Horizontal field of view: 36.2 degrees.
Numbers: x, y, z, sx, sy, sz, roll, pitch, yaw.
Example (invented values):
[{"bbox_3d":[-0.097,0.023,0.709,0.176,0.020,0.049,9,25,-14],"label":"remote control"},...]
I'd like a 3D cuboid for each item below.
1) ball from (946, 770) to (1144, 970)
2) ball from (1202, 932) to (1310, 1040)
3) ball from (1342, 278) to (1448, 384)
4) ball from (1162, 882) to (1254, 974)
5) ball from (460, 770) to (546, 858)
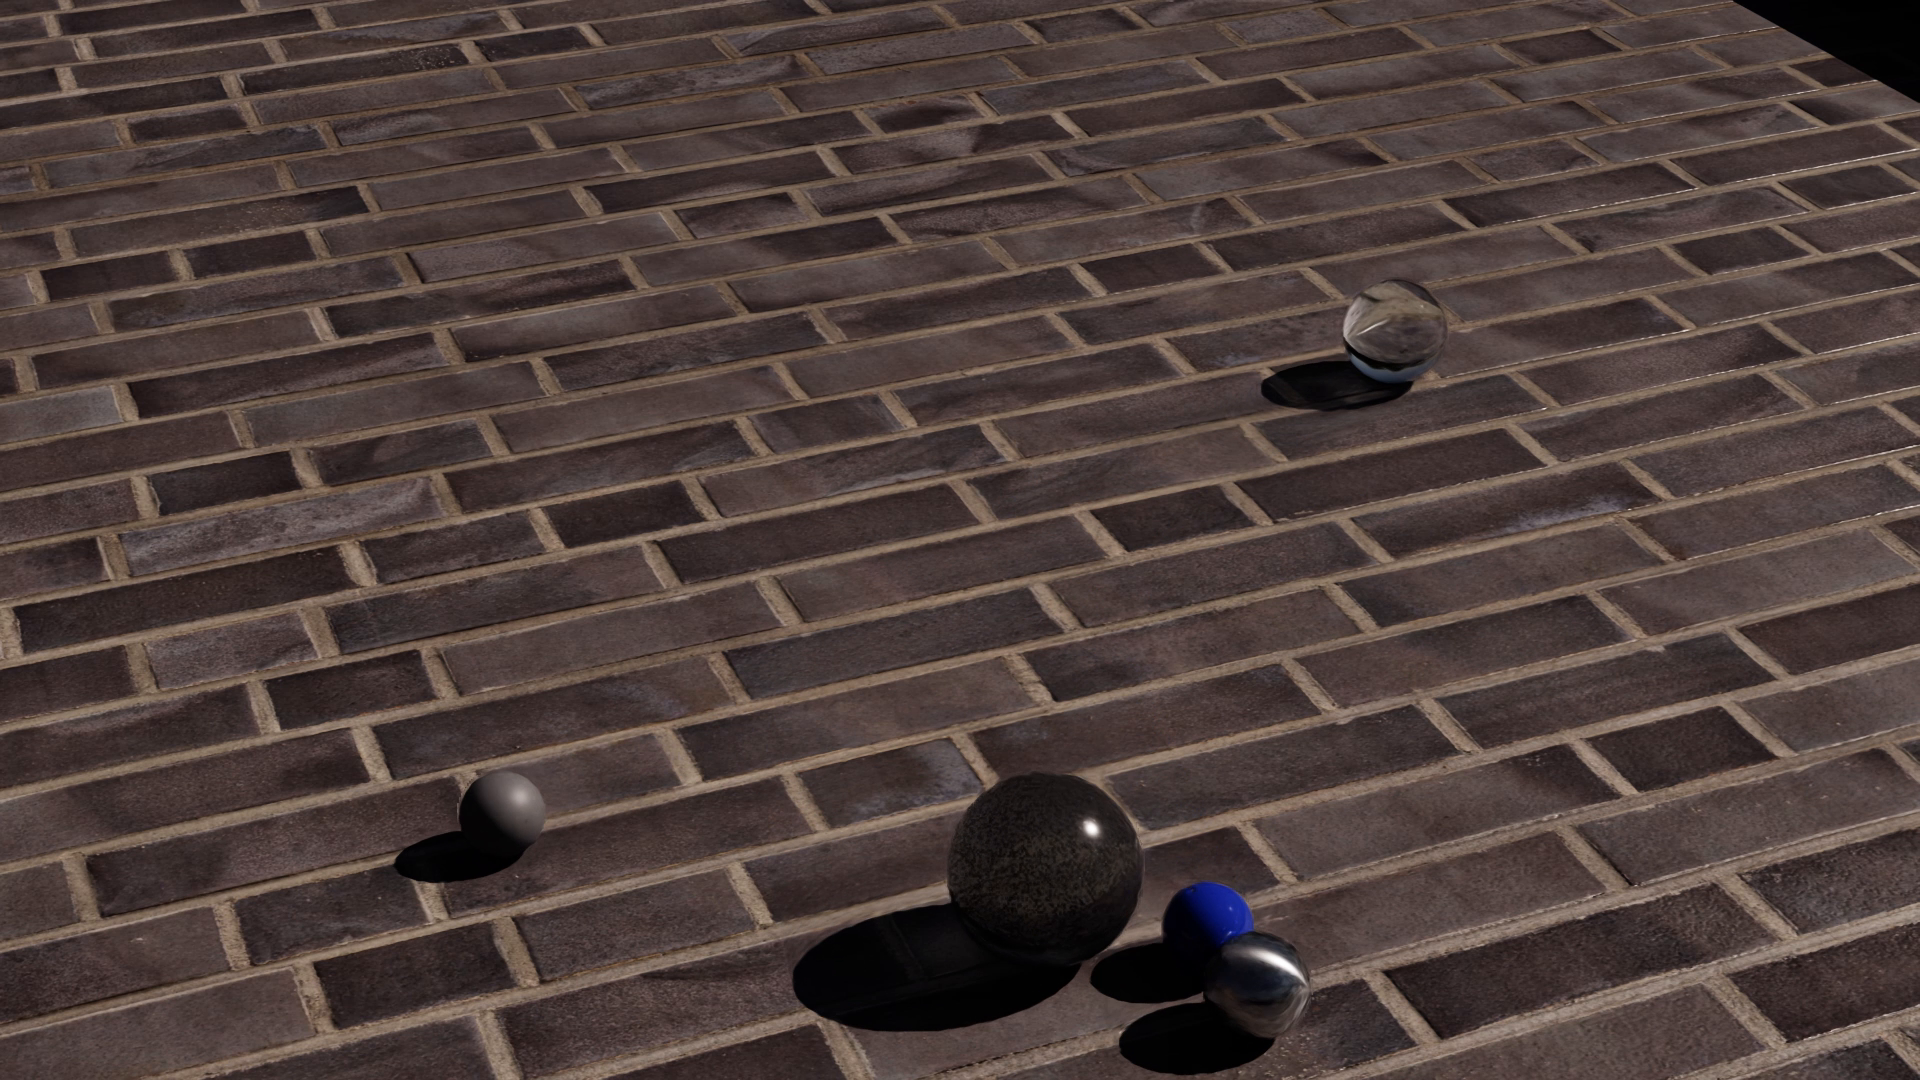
[{"bbox_3d":[0.041,0.160,1.424,0.096,0.096,0.096,0,30,0],"label":"ball"},{"bbox_3d":[0.140,0.210,1.384,0.051,0.051,0.051,0,30,0],"label":"ball"},{"bbox_3d":[0.290,-0.139,1.960,0.070,0.070,0.070,0,30,0],"label":"ball"},{"bbox_3d":[0.120,0.188,1.426,0.045,0.045,0.045,0,30,0],"label":"ball"},{"bbox_3d":[-0.235,0.141,1.509,0.044,0.044,0.044,0,30,0],"label":"ball"}]
